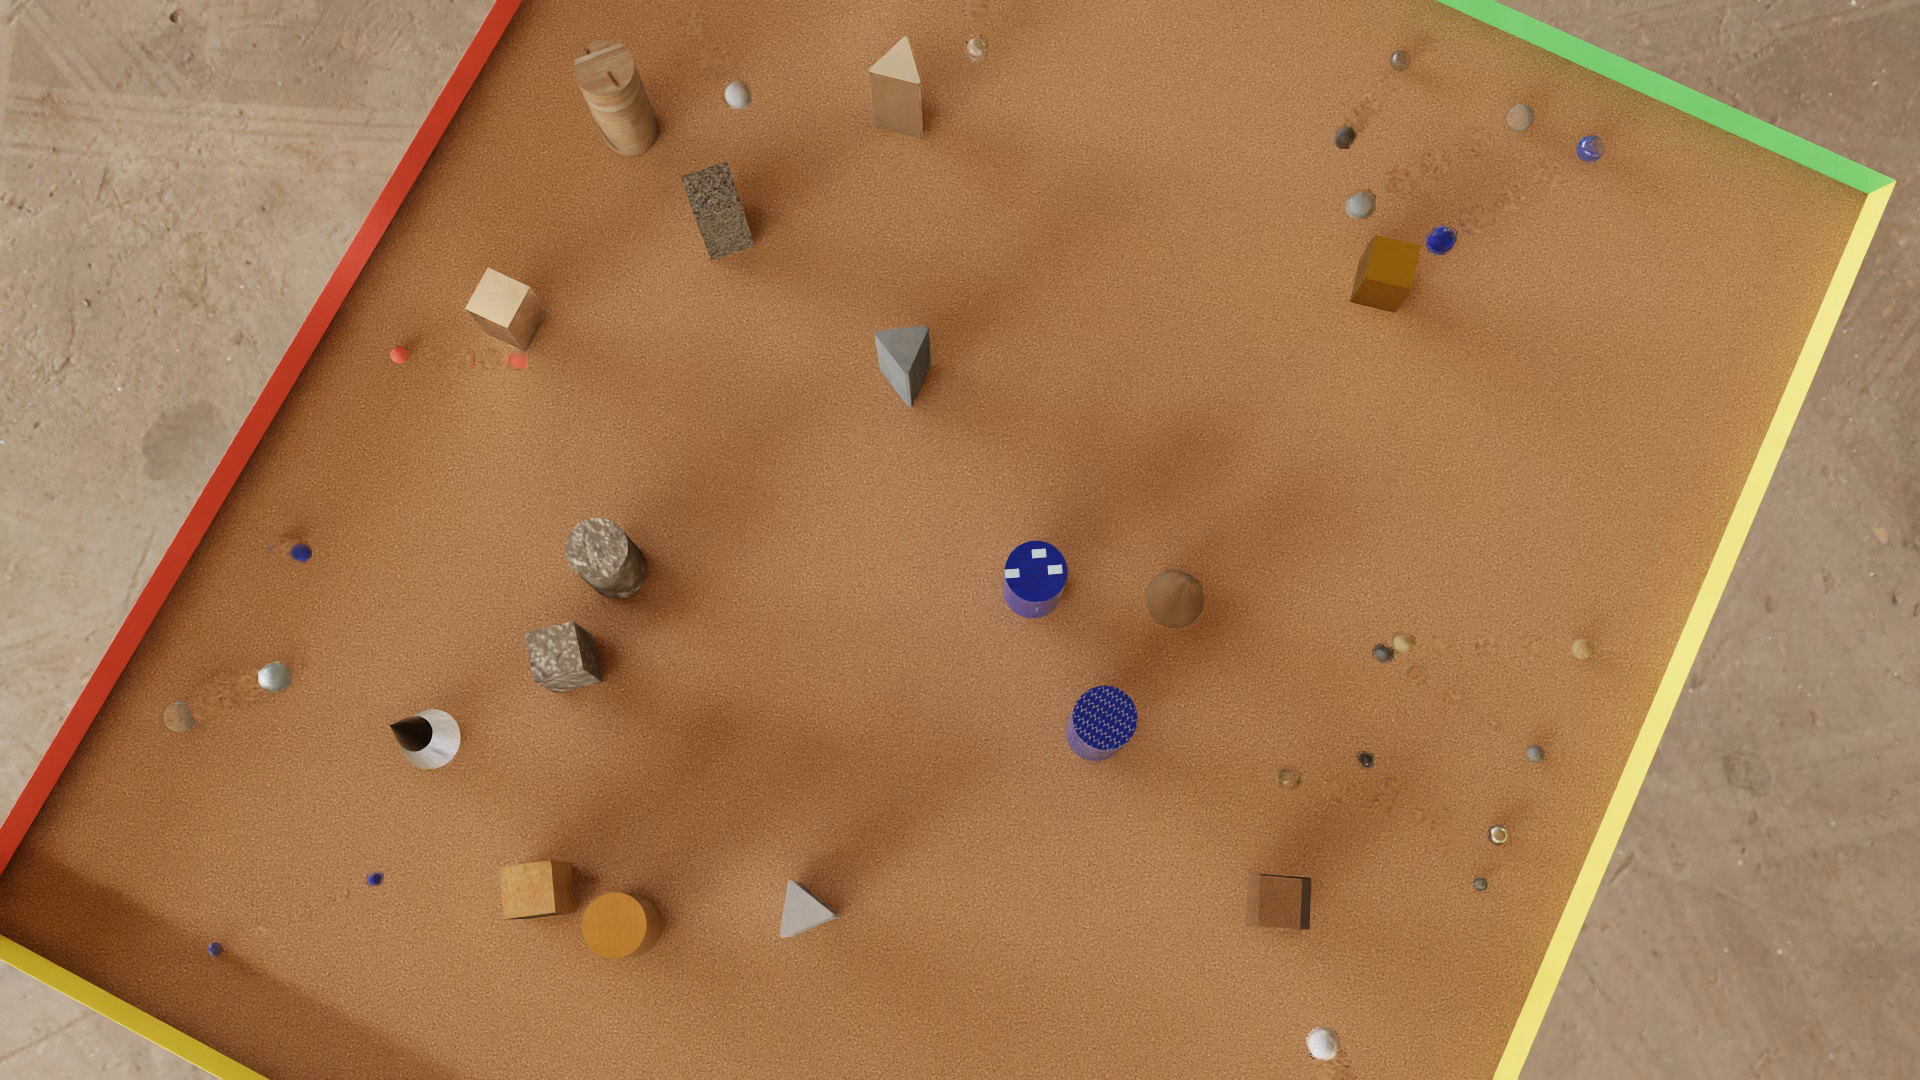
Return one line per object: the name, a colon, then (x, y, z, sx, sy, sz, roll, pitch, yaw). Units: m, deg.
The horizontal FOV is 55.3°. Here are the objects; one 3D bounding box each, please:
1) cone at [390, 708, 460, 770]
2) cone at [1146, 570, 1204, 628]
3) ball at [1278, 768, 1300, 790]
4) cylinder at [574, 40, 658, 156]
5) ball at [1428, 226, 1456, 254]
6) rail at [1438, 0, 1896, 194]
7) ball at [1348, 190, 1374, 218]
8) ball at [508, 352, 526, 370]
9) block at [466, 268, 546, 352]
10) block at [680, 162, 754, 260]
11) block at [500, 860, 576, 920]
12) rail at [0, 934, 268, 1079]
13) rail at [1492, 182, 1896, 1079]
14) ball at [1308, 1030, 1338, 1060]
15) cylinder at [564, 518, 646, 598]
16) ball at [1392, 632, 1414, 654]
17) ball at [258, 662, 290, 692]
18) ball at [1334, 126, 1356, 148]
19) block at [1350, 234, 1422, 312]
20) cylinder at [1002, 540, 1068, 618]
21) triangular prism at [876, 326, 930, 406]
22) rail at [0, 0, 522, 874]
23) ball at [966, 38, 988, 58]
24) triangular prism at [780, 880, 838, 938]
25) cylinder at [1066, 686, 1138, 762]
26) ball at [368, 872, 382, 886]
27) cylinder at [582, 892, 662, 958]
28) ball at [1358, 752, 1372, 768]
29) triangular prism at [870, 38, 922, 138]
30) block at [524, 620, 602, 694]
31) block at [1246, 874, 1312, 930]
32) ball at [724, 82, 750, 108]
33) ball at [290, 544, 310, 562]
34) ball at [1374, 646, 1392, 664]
cone: (-1.588, 0.556, 5.296, 0.181, 0.403, 0.181, 0, 78, 0)
cone: (0.654, 0.147, 5.420, 0.181, 0.326, 0.181, 0, 78, 0)
ball: (0.977, 0.709, 5.437, 0.064, 0.064, 0.064, 0, 78, 0)
cylinder: (-1.060, -1.362, 5.672, 0.181, 0.442, 0.181, 0, 78, 0)
ball: (1.517, -0.946, 5.767, 0.087, 0.087, 0.087, 0, 78, 0)
rail: (1.032, -2.015, 5.972, 4.218, 0.118, 0.045, 26, 80, 5)
ball: (1.269, -1.062, 5.793, 0.084, 0.084, 0.084, 0, 78, 0)
ball: (-1.377, -0.556, 5.703, 0.054, 0.054, 0.054, 0, 78, 0)
block: (-1.395, -0.707, 5.642, 0.145, 0.236, 0.145, 25, 79, 5)
block: (-0.744, -1.011, 5.649, 0.145, 0.345, 0.145, -19, 79, -4)
block: (-1.213, 1.008, 5.270, 0.145, 0.270, 0.145, -7, 78, -2)
rail: (-1.032, 2.028, 5.136, 4.218, 0.118, 0.045, 26, 80, 5)
rail: (1.865, 0.920, 5.365, 0.045, 0.118, 4.663, 26, 80, 5)
ball: (1.046, 1.453, 5.272, 0.086, 0.086, 0.086, 0, 78, 0)
cylinder: (-1.047, 0.058, 5.435, 0.181, 0.331, 0.181, 0, 78, 0)
ball: (1.334, 0.311, 5.519, 0.064, 0.064, 0.064, 0, 78, 0)
ball: (-2.052, 0.411, 5.485, 0.091, 0.091, 0.091, 0, 78, 0)
ball: (1.229, -1.288, 5.848, 0.067, 0.067, 0.067, 0, 78, 0)
block: (1.316, -0.823, 5.675, 0.145, 0.219, 0.145, 14, 79, 3)
cylinder: (0.220, 0.120, 5.442, 0.181, 0.293, 0.181, 0, 78, 0)
triangular prism: (-0.148, -0.550, 5.543, 0.136, 0.365, 0.157, -36, 81, -7)
rail: (-1.865, -0.907, 5.743, 0.045, 0.118, 4.663, 26, 80, 5)
ball: (0.056, -1.586, 5.910, 0.067, 0.067, 0.067, 0, 78, 0)
triangular prism: (-0.453, 1.044, 5.262, 0.157, 0.272, 0.136, -22, 79, -4)
cylinder: (0.406, 0.536, 5.311, 0.181, 0.381, 0.181, 0, 78, 0)
ball: (-1.719, 0.998, 5.389, 0.040, 0.040, 0.040, 0, 78, 0)
cylinder: (-0.964, 1.103, 5.245, 0.181, 0.280, 0.181, 0, 78, 0)
ball: (1.207, 0.656, 5.459, 0.043, 0.043, 0.043, 0, 78, 0)
triangular prism: (-0.180, -1.415, 5.707, 0.157, 0.395, 0.136, 14, 79, 3)
block: (-1.166, 0.348, 5.398, 0.145, 0.287, 0.145, -14, 79, -3)
block: (0.916, 1.044, 5.282, 0.145, 0.232, 0.145, 4, 78, 1)
ball: (-0.712, -1.426, 5.868, 0.083, 0.083, 0.083, 0, 78, 0)
ball: (-2.010, 0.038, 5.580, 0.055, 0.055, 0.055, 0, 78, 0)
ball: (1.275, 0.345, 5.519, 0.052, 0.052, 0.052, 0, 78, 0)
